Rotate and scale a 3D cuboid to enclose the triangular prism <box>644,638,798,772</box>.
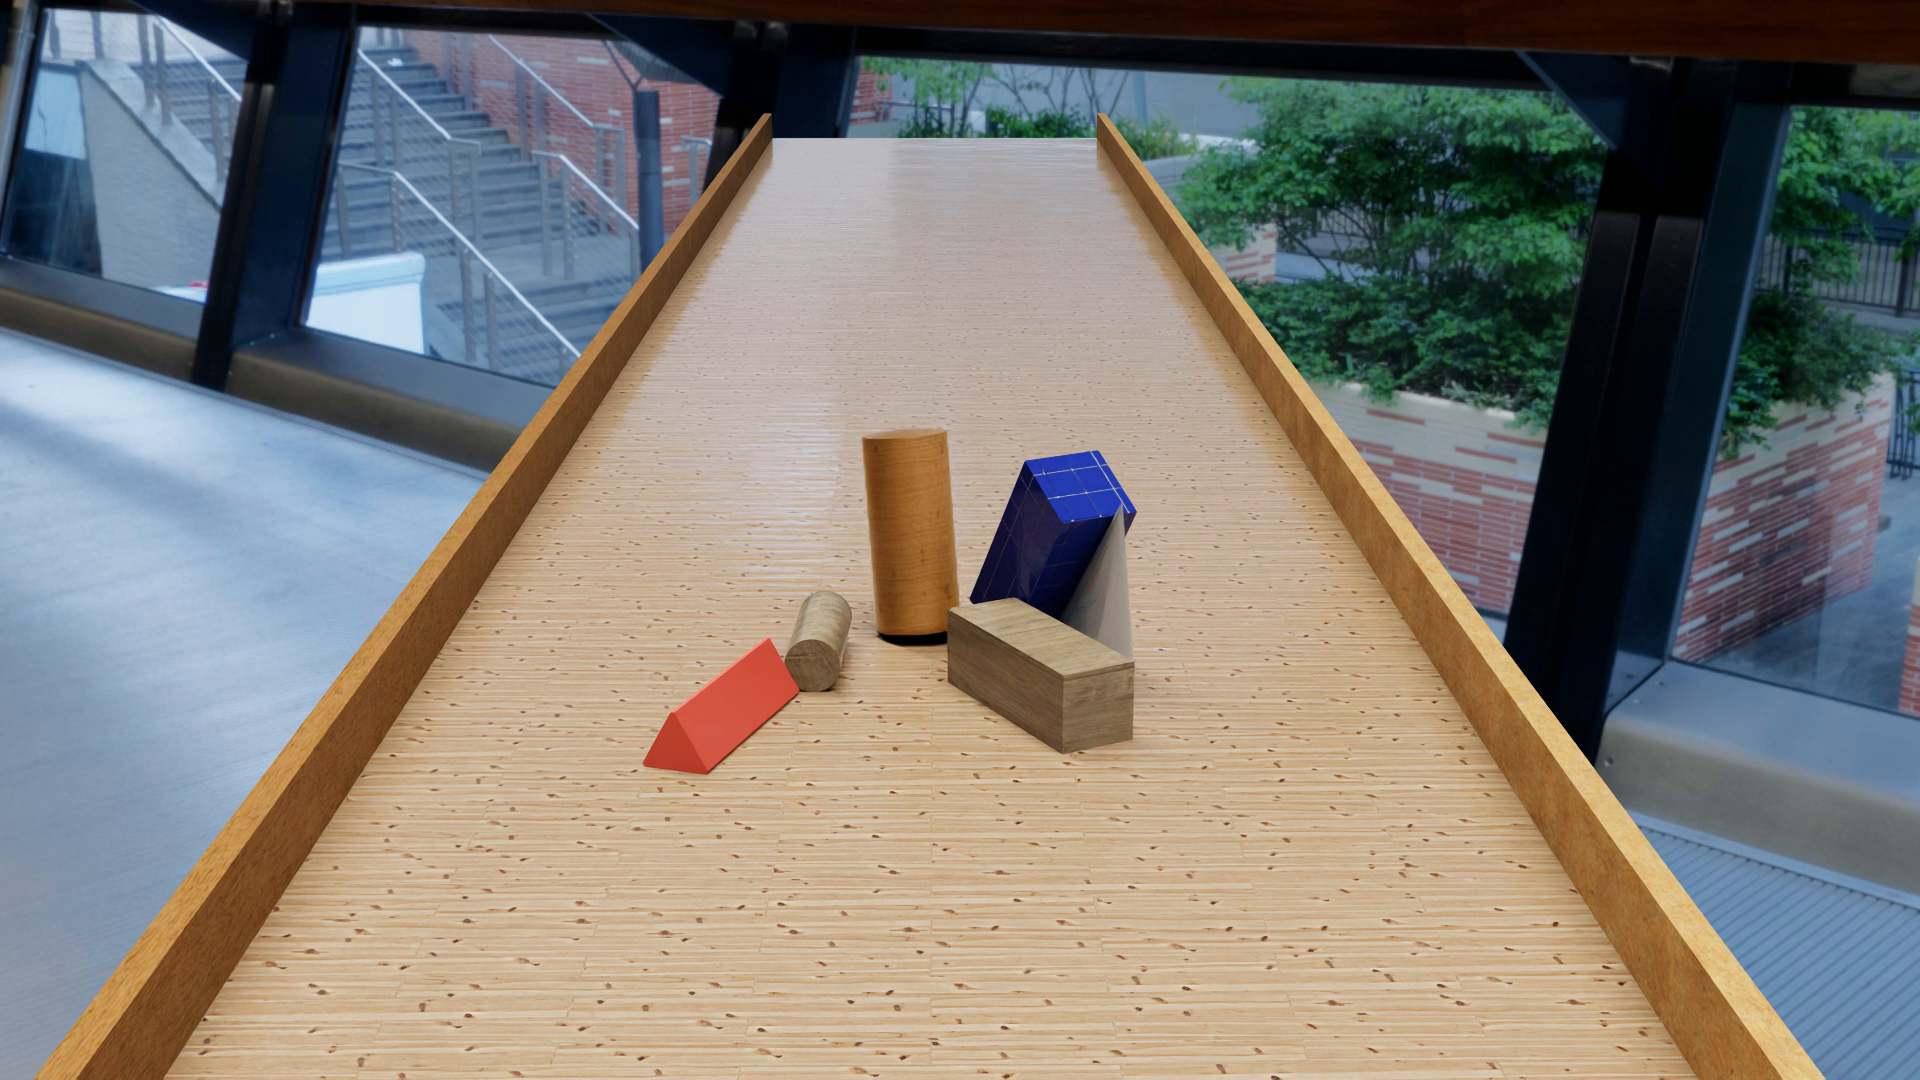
[{"bbox_3d":[-0.435,0.294,4.040,0.123,0.107,0.421,5,17,18],"label":"triangular prism"}]

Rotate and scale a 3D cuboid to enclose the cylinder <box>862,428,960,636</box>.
[{"bbox_3d":[-0.099,-0.019,4.539,0.176,0.405,0.176,-4,8,1],"label":"cylinder"}]

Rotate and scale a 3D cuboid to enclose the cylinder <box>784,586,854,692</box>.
[{"bbox_3d":[-0.280,0.199,4.370,0.108,0.108,0.303,1,22,3],"label":"cylinder"}]

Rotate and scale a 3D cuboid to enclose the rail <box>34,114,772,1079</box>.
[{"bbox_3d":[-1.118,-0.838,7.780,0.050,0.150,12.000,0,17,-1],"label":"rail"}]

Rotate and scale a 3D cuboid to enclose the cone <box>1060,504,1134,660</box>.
[{"bbox_3d":[0.283,0.076,4.262,0.179,0.365,0.179,6,34,-4],"label":"cone"}]

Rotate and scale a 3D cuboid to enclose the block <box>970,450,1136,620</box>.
[{"bbox_3d":[0.179,0.033,4.358,0.167,0.406,0.167,-9,51,-28],"label":"block"}]

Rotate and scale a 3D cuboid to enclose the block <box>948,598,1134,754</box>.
[{"bbox_3d":[0.145,0.248,4.128,0.150,0.150,0.428,-9,19,-28],"label":"block"}]

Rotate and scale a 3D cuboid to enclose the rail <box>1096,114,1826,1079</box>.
[{"bbox_3d":[0.932,-0.844,7.801,0.050,0.150,12.000,0,17,-1],"label":"rail"}]
